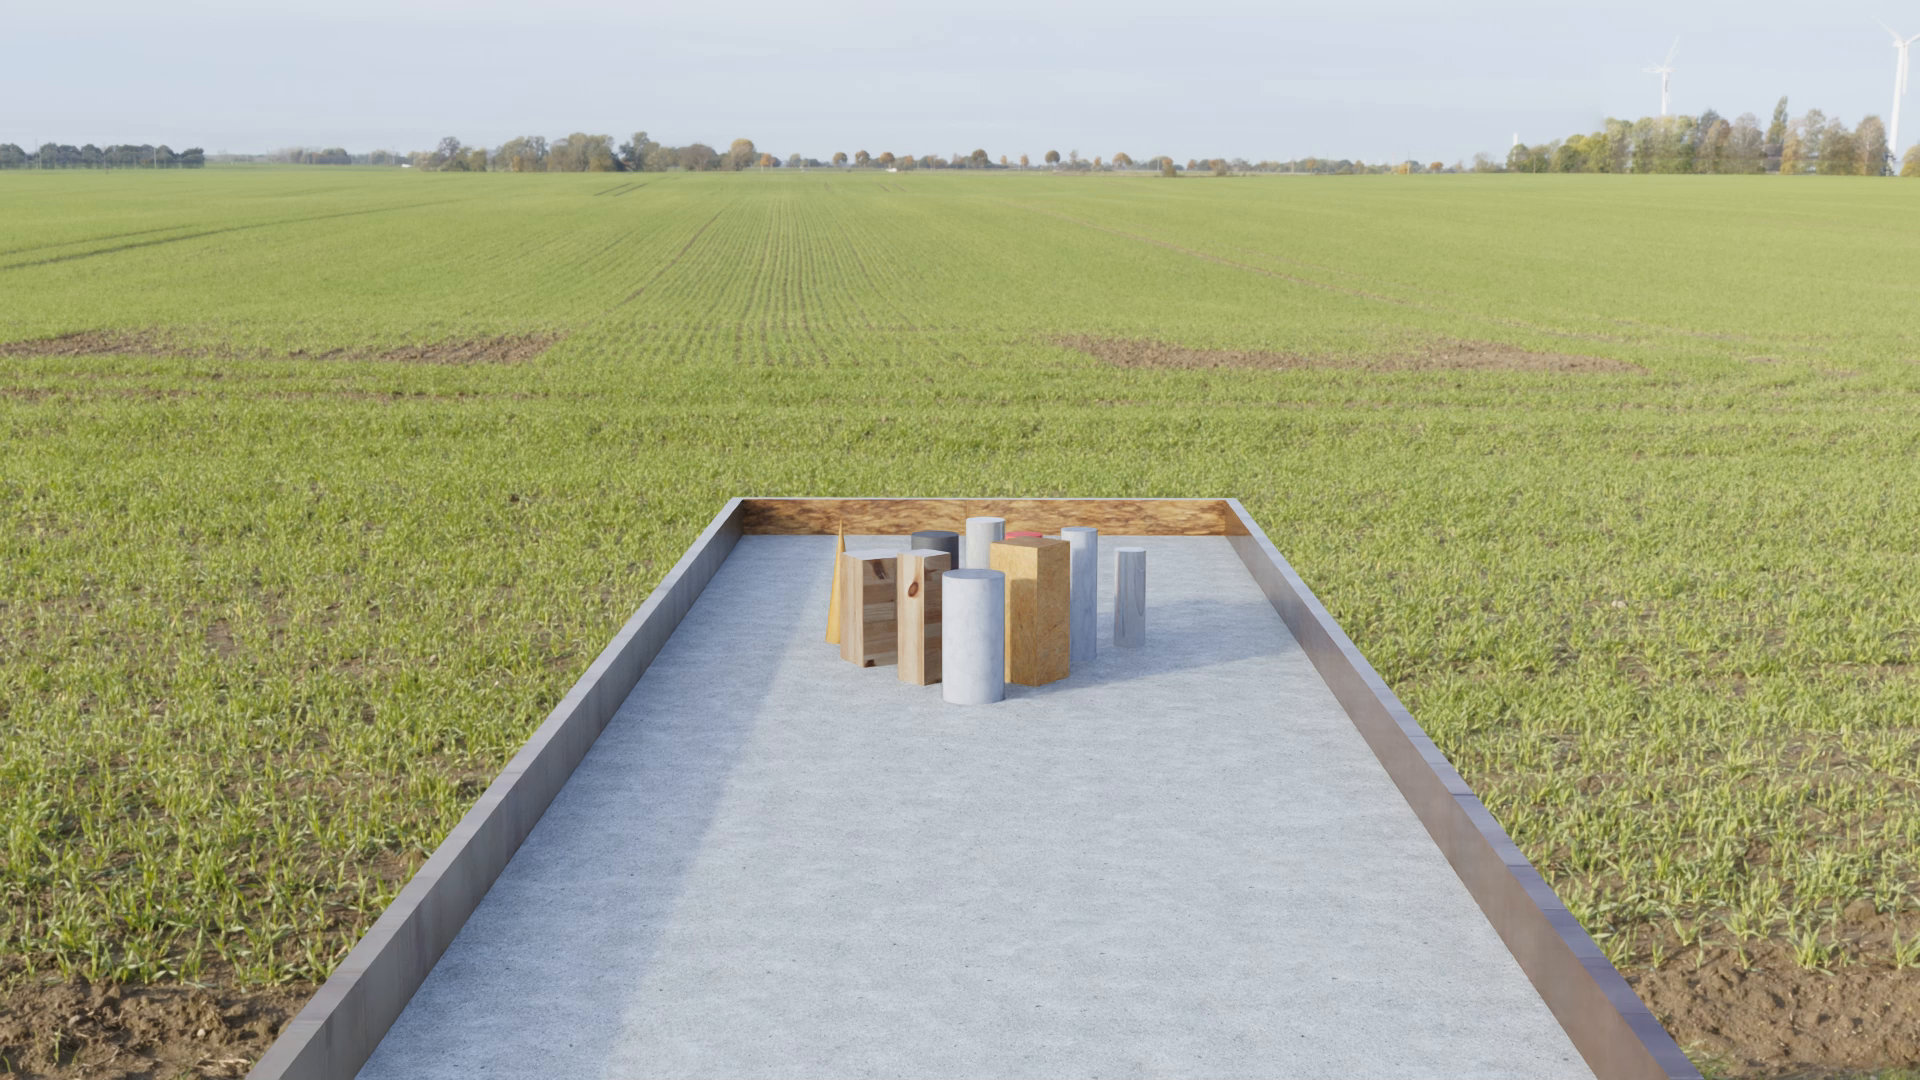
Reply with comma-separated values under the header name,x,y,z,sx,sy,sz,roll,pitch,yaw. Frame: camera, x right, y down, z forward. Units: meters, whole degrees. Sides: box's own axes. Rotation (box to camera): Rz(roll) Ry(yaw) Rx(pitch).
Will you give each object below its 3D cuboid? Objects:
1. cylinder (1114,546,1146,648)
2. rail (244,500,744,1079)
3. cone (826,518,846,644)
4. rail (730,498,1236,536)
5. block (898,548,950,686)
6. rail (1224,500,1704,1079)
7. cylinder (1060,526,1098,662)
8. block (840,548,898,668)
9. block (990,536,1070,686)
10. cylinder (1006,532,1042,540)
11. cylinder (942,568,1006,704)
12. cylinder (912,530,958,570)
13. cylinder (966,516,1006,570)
name,x,y,z,sx,sy,sz,roll,pitch,yaw
cylinder,0.533,0.179,6.906,0.100,0.304,0.100,0,9,0
rail,-1.004,0.839,3.234,0.050,0.150,12.000,0,9,1
cone,-0.375,0.124,6.964,0.108,0.396,0.108,0,9,0
rail,0.099,-0.098,9.147,2.100,0.150,0.050,0,9,1
block,-0.104,0.223,6.397,0.109,0.377,0.109,9,13,44
rail,1.046,0.843,3.208,0.050,0.150,12.000,0,9,1
cylinder,0.362,0.164,6.702,0.112,0.398,0.112,0,9,0
block,-0.256,0.204,6.674,0.162,0.327,0.162,-5,10,-28
block,0.204,0.205,6.421,0.167,0.405,0.167,7,11,37
cylinder,0.200,0.152,6.947,0.118,0.345,0.118,0,9,0
cylinder,0.038,0.270,6.177,0.177,0.354,0.177,0,9,0
cylinder,-0.078,0.154,6.923,0.150,0.349,0.150,0,9,0
cylinder,0.077,0.151,6.680,0.120,0.431,0.120,0,9,0
